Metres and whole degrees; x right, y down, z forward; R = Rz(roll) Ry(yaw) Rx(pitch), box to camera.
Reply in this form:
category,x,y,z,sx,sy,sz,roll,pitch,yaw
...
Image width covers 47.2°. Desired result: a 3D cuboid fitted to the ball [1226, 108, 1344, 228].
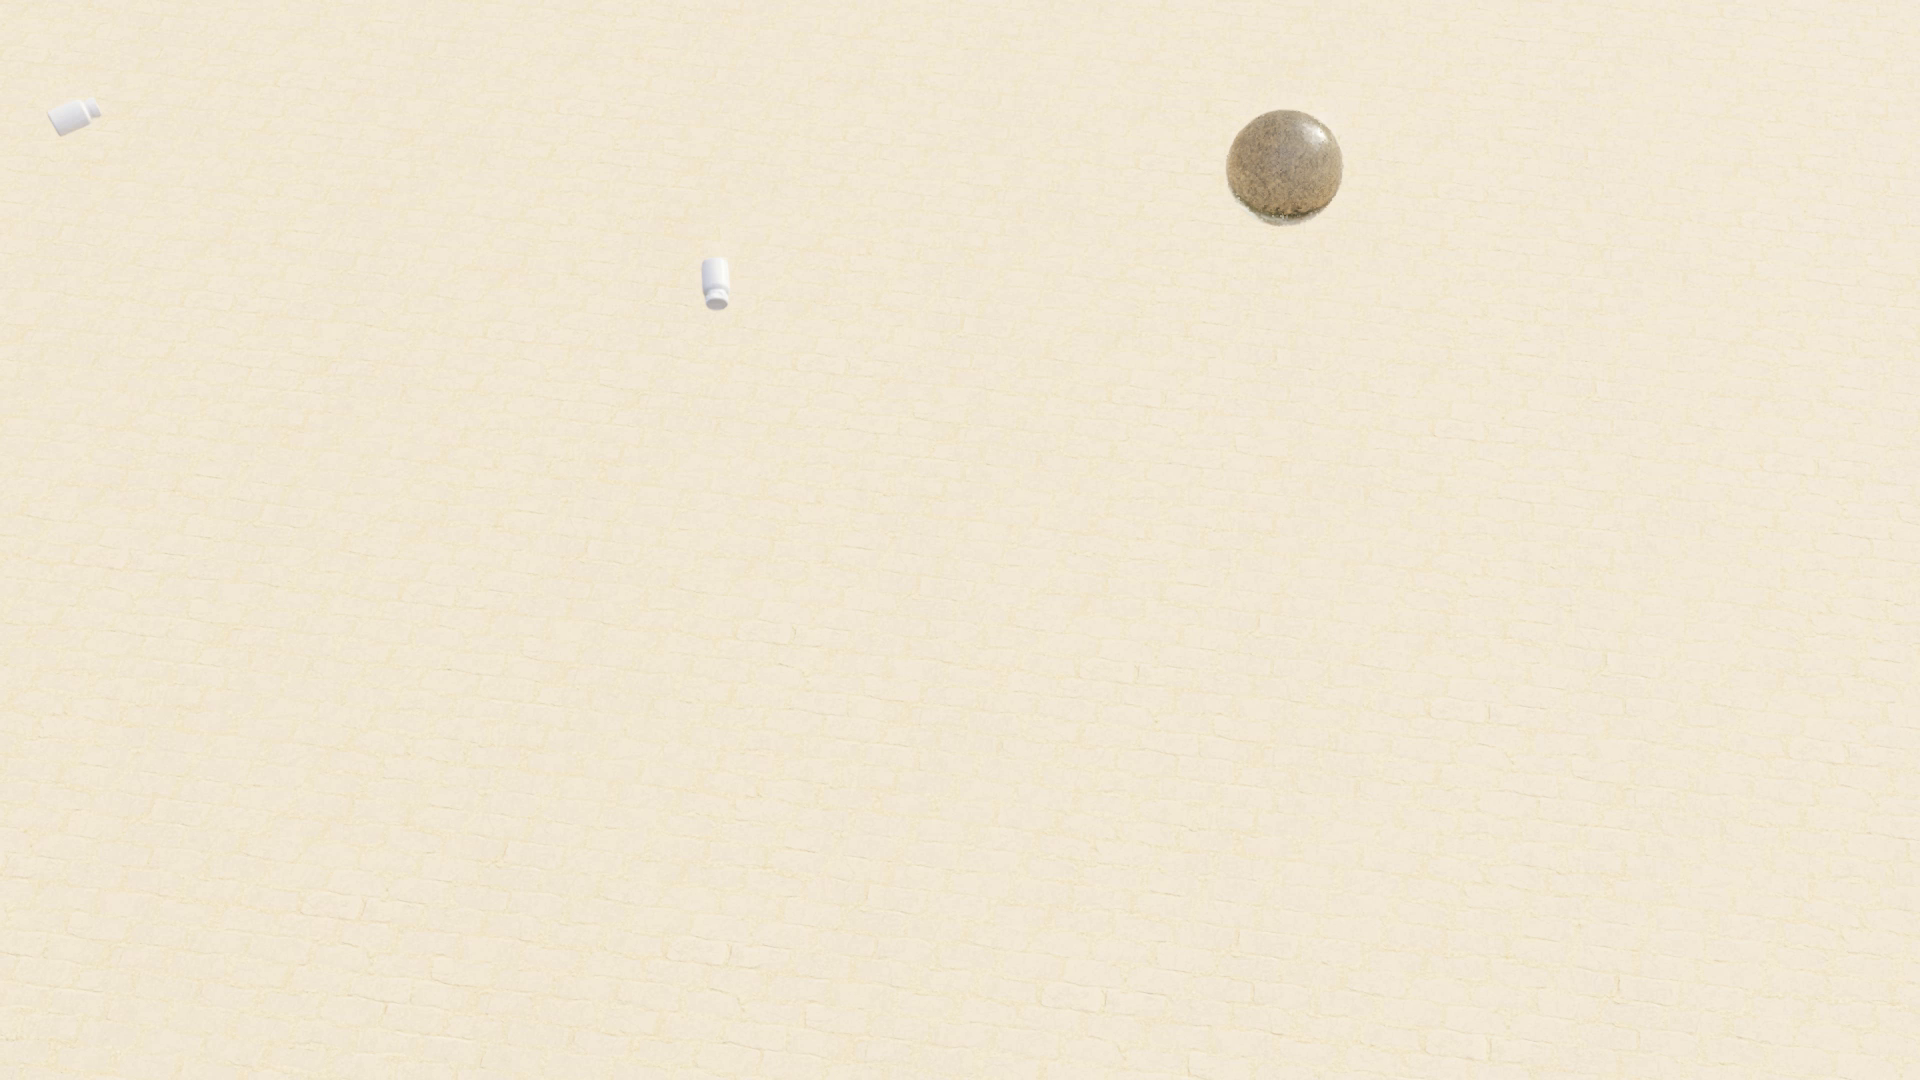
category,x,y,z,sx,sy,sz,roll,pitch,yaw
ball,0.637,-0.730,4.319,0.229,0.229,0.229,0,56,0
